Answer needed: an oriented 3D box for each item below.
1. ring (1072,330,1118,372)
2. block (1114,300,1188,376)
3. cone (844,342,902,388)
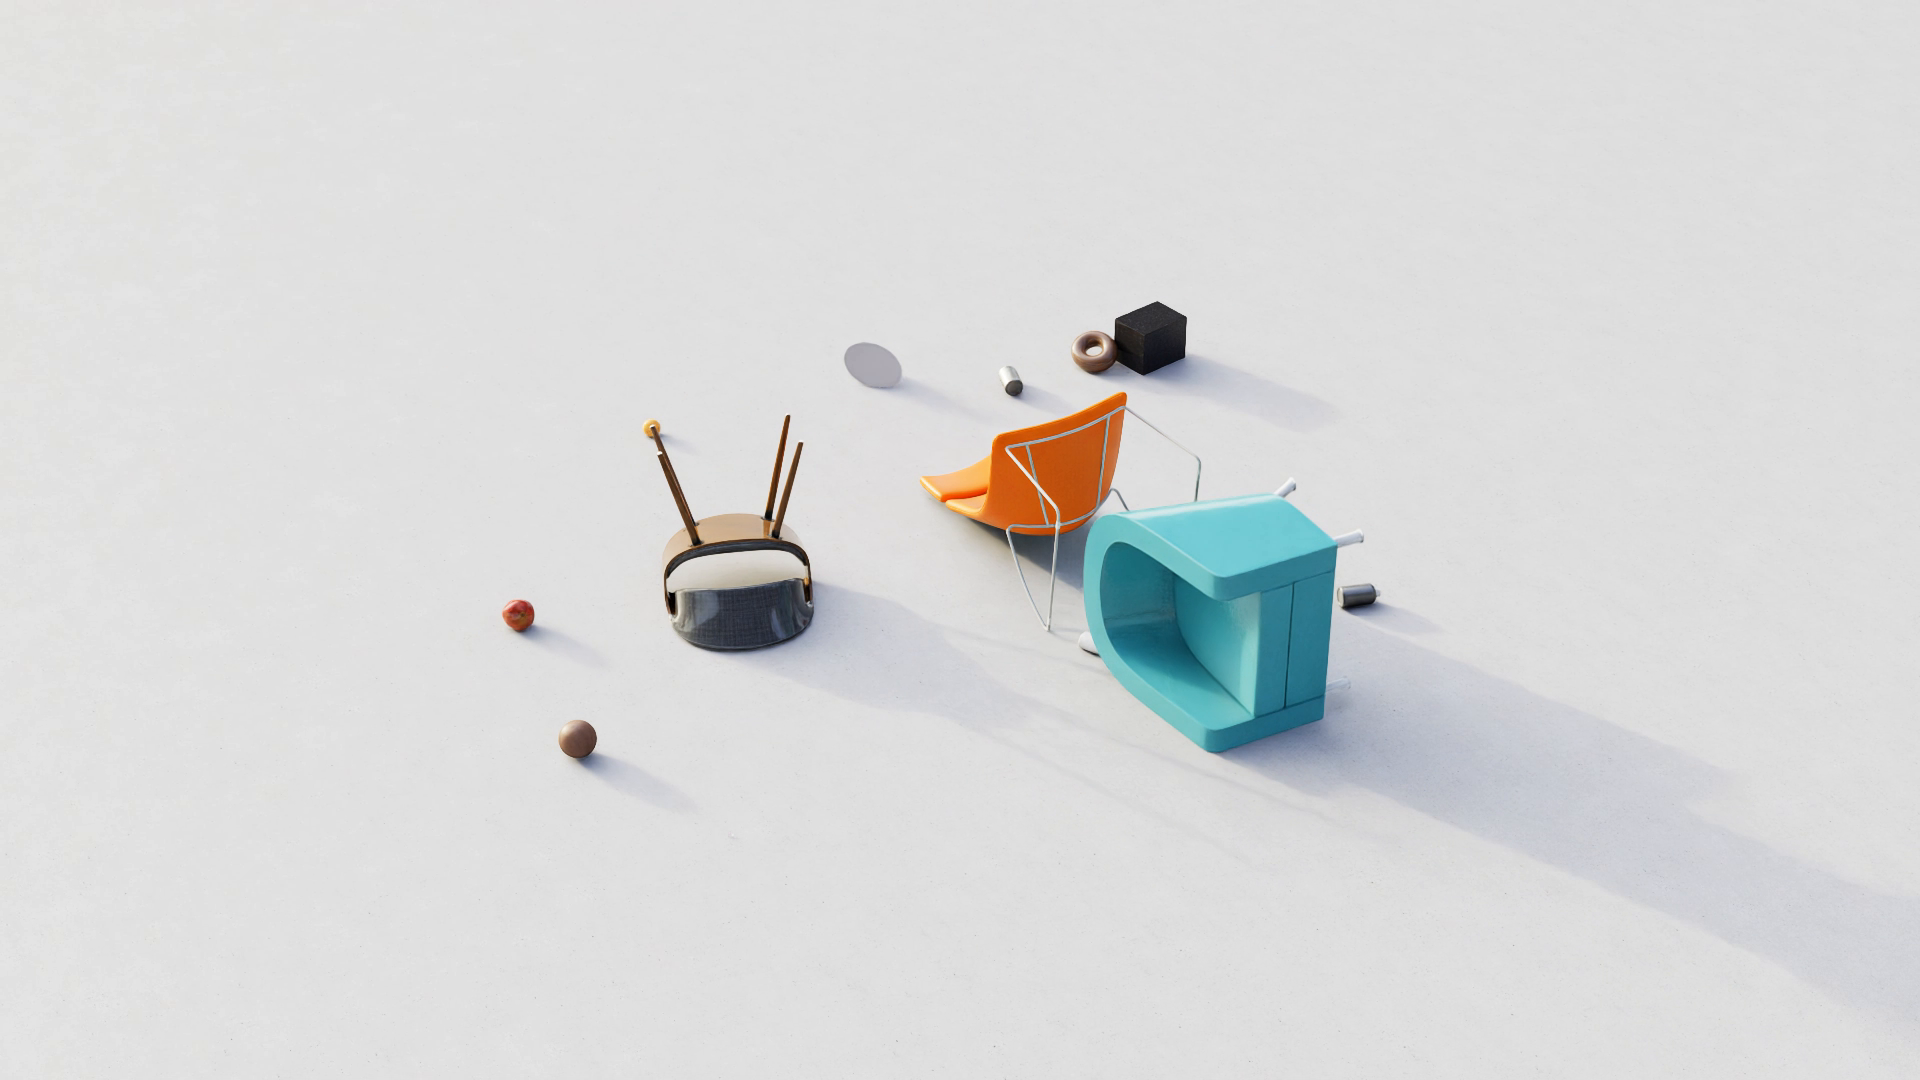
[{"bbox_3d":[0.551,-0.774,12.017,0.187,0.068,0.223,-33,49,-8],"label":"ring"},{"bbox_3d":[0.780,-0.828,12.028,0.237,0.190,0.178,-25,41,-32],"label":"block"},{"bbox_3d":[-0.338,-0.716,11.959,0.249,0.170,0.175,24,9,7],"label":"cone"}]
